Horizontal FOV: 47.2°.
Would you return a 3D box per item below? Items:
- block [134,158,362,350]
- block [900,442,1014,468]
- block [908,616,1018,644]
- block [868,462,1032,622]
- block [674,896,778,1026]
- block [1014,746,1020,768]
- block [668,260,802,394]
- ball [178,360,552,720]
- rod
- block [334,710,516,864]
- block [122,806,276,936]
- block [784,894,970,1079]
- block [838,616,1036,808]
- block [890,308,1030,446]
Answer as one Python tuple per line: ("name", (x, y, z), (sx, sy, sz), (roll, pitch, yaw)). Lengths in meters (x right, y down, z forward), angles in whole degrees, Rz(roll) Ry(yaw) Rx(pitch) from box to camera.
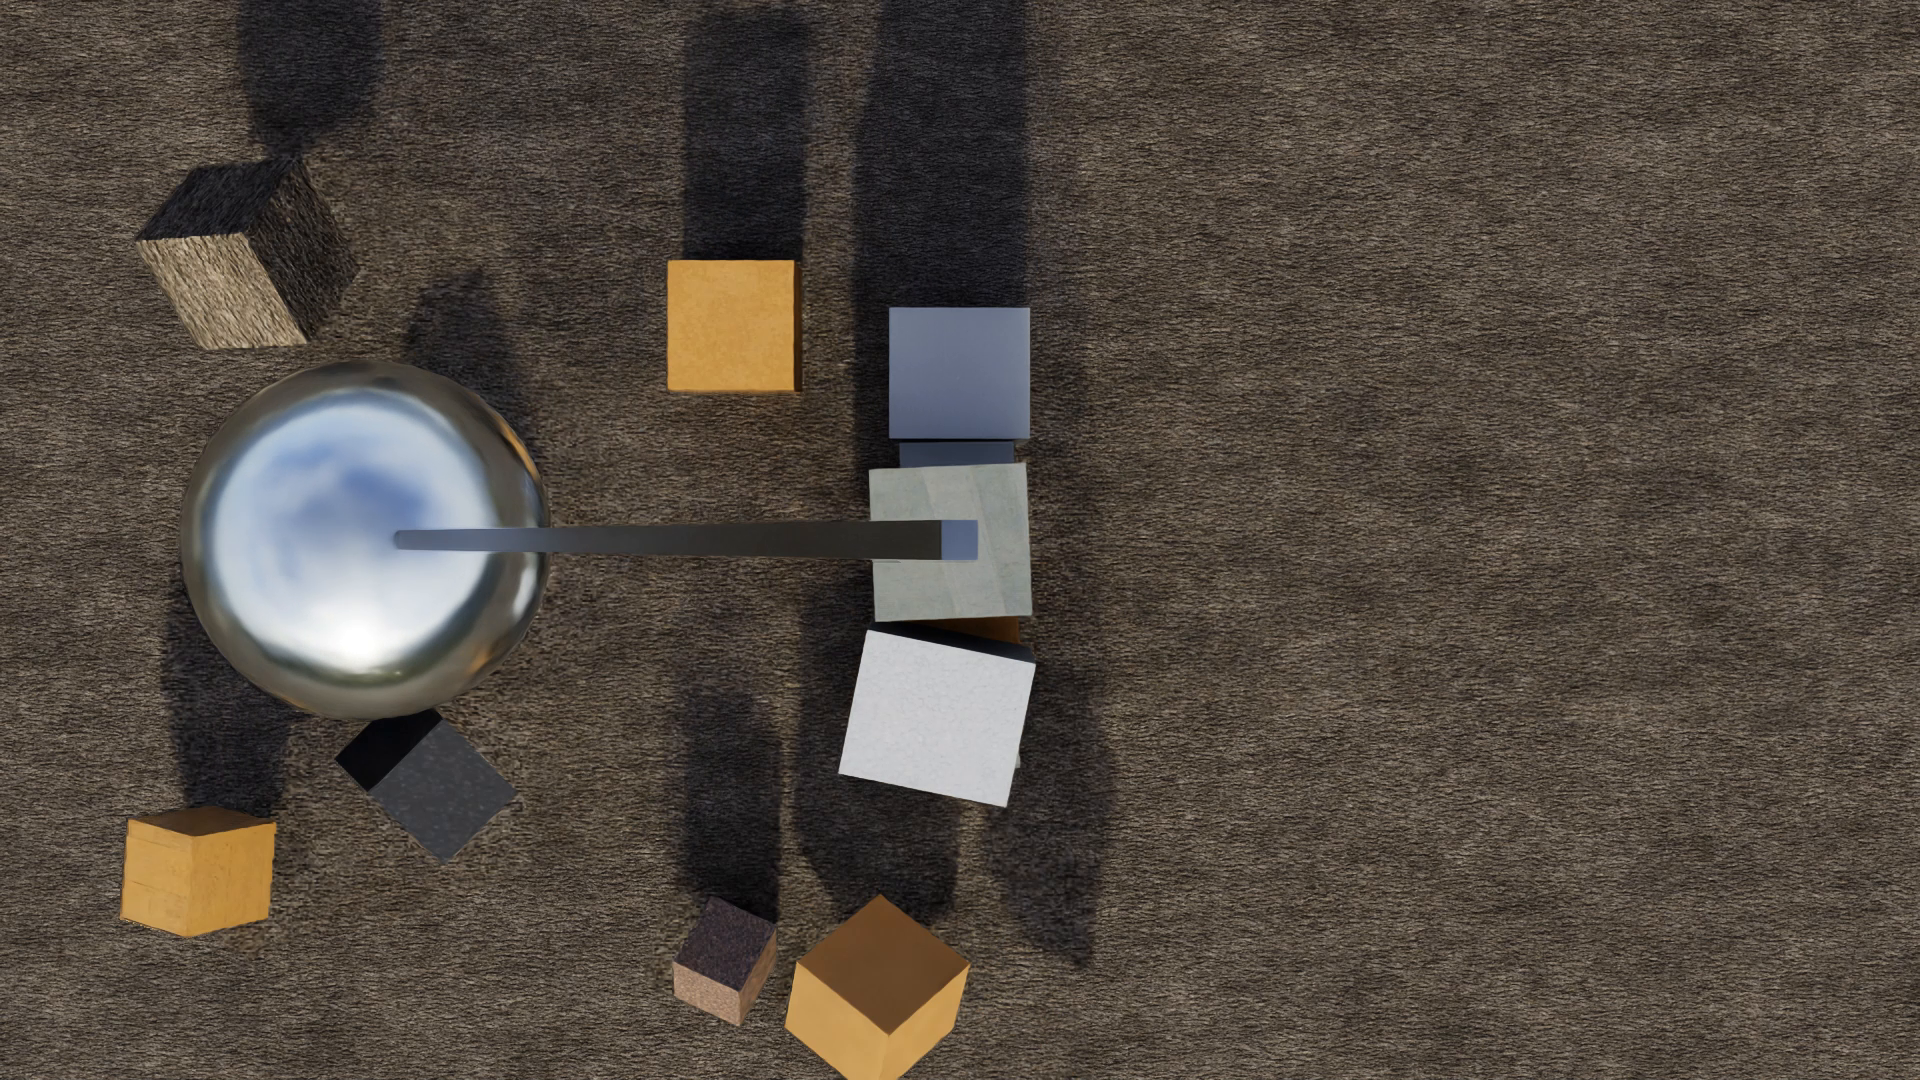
("block", (-3.919, -1.573, 12.153), (0.723, 0.676, 0.756), (-1, 134, 21))
("block", (-0.016, -0.257, 12.664), (0.639, 0.672, 0.585), (-1, 90, 0))
("block", (0.014, 0.358, 12.680), (0.626, 0.641, 0.633), (-1, 90, 0))
("block", (-0.049, 0.003, 11.886), (0.819, 0.884, 0.794), (-2, 91, 0))
("block", (-1.347, 2.421, 12.648), (0.420, 0.451, 0.462), (22, 55, 11))
("block", (-0.002, 1.004, 12.696), (0.658, 0.607, 0.592), (-2, 90, 0))
("block", (-1.290, -1.218, 12.682), (0.708, 0.613, 0.727), (0, 92, 0))
("ball", (-2.619, 0.000, 9.756), (1.600, 1.600, 1.600), (0, 90, 0))
("rod", (-1.135, 0.000, 6.697), (0.080, 5.200, 0.080), (0, 90, -26))
("block", (-2.970, 1.308, 12.228), (0.556, 0.579, 0.650), (-46, 123, -14))
("block", (-4.341, 1.879, 12.553), (0.518, 0.607, 0.566), (9, 96, 28))
("block", (-0.470, 2.577, 12.441), (0.680, 0.603, 0.703), (34, 45, 23))
("block", (-0.121, 0.911, 11.934), (0.899, 0.874, 0.770), (12, 93, -1))
("block", (-0.002, -0.920, 12.555), (0.774, 0.891, 0.720), (0, 90, 0))
